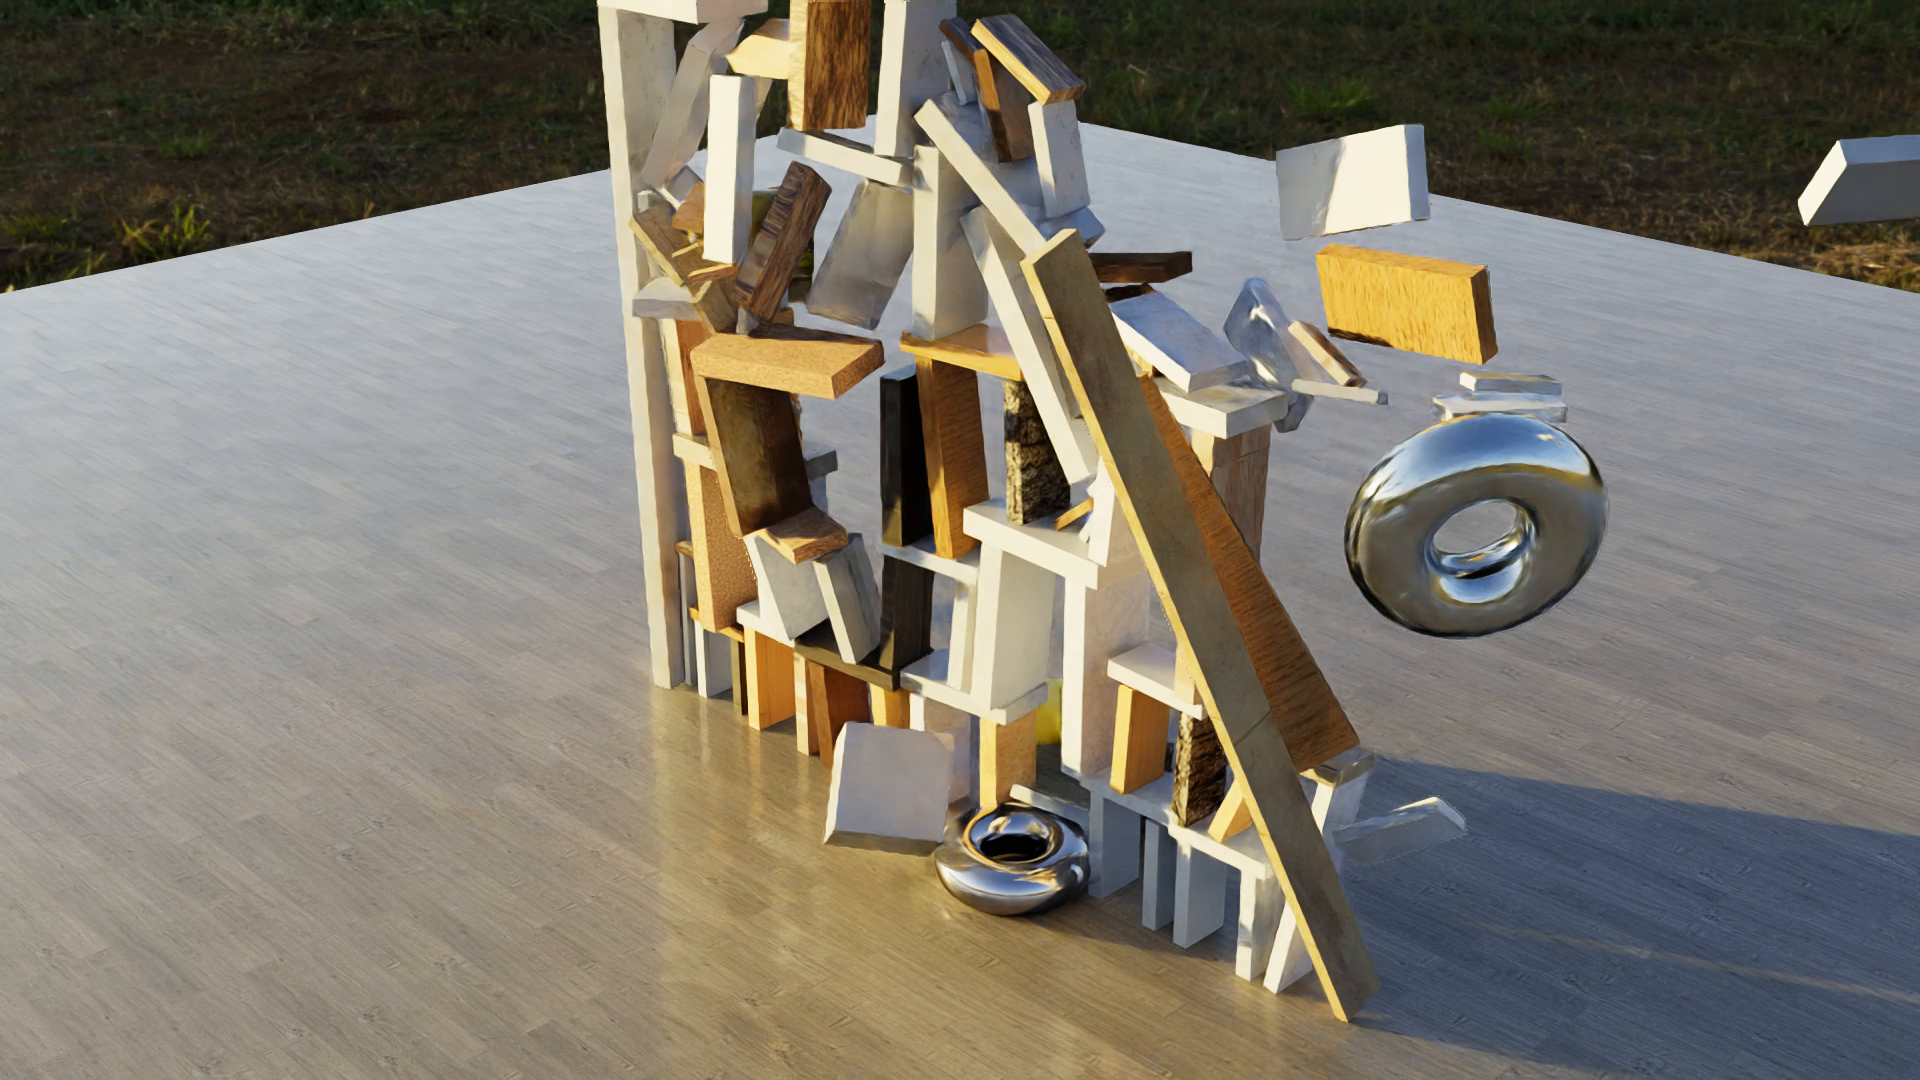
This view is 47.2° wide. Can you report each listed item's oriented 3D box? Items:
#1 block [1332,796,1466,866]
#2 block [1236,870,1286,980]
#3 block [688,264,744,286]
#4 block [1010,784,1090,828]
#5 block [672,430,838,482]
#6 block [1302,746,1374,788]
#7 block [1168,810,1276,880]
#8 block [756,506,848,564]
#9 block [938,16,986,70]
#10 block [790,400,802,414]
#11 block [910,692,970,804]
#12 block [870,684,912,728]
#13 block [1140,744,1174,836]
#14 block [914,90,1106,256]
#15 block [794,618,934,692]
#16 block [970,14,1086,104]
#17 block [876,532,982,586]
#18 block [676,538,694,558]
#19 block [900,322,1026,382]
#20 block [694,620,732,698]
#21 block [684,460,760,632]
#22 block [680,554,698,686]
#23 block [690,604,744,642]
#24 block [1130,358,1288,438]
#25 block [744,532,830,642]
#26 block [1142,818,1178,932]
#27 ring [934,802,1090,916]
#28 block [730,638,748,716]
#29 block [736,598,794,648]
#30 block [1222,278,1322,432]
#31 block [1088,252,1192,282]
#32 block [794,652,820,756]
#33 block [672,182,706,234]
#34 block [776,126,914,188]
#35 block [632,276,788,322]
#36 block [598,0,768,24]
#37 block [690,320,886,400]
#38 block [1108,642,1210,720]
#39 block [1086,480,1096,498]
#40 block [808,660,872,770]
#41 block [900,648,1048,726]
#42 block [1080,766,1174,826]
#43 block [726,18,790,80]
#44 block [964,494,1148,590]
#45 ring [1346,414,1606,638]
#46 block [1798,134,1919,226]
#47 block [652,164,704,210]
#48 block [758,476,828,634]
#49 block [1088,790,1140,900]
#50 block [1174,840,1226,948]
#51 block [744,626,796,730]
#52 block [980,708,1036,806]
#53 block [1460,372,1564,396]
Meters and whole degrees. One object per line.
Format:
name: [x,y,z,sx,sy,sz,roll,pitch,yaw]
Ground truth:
block: [0.723,0.481,3.624,0.191,0.095,0.027,-25,49,29]
block: [0.542,0.665,3.915,0.031,0.217,0.108,21,31,40]
block: [-0.450,-0.509,4.163,0.123,0.017,0.062,-13,14,4]
block: [0.197,0.522,4.286,0.184,0.026,0.092,18,-4,34]
block: [-0.428,-0.183,4.580,0.328,0.047,0.164,20,32,40]
block: [0.585,0.356,3.728,0.104,0.029,0.208,-20,29,-39]
block: [0.490,0.532,3.913,0.108,0.031,0.217,-21,31,-40]
block: [-0.327,-0.026,4.381,0.117,0.033,0.235,-22,29,-21]
block: [0.016,-0.872,3.867,0.113,0.016,0.056,50,38,12]
block: [-0.360,-0.267,4.443,0.049,0.014,0.097,-19,24,-22]
block: [-0.039,0.414,4.445,0.038,0.266,0.133,21,31,41]
block: [-0.114,0.387,4.499,0.037,0.264,0.132,19,34,39]
block: [0.372,0.496,4.385,0.092,0.184,0.026,4,-15,9]
block: [0.091,-0.648,3.901,0.354,0.050,0.177,51,39,7]
block: [-0.196,0.226,4.485,0.264,0.037,0.132,19,34,34]
block: [0.118,-0.832,3.799,0.099,0.028,0.197,-22,63,-45]
block: [-0.030,0.020,4.265,0.239,0.034,0.119,18,28,31]
block: [-0.568,0.024,4.846,0.116,0.016,0.058,21,31,40]
block: [0.039,-0.356,4.053,0.269,0.038,0.135,17,28,32]
block: [-0.545,0.252,4.929,0.026,0.184,0.092,21,31,40]
block: [-0.498,-0.011,4.740,0.047,0.393,0.164,19,32,40]
block: [-0.595,0.170,4.941,0.016,0.327,0.058,22,32,40]
block: [-0.502,0.172,4.848,0.185,0.026,0.092,21,31,41]
block: [0.384,-0.249,3.708,0.154,0.044,0.308,-20,30,-38]
block: [-0.352,0.075,4.494,0.117,0.235,0.033,-32,23,-36]
block: [0.388,0.600,4.062,0.112,0.223,0.032,-21,31,-41]
ring: [0.103,0.607,4.201,0.305,0.102,0.305,-1,26,0]
block: [-0.458,0.286,4.849,0.026,0.184,0.092,21,31,41]
block: [-0.352,0.176,4.683,0.241,0.034,0.121,21,31,40]
block: [0.535,-0.319,3.776,0.035,0.123,0.247,-6,54,-23]
block: [0.274,-0.485,3.906,0.246,0.035,0.123,4,17,29]
block: [-0.293,0.326,4.684,0.121,0.241,0.034,-21,30,-41]
block: [-0.495,-0.651,4.319,0.090,0.025,0.180,12,32,5]
block: [-0.184,-0.700,4.034,0.280,0.040,0.140,22,16,29]
block: [-0.507,-0.485,4.460,0.282,0.040,0.141,5,26,14]
block: [-0.554,-1.081,4.366,0.172,0.049,0.344,-21,30,-37]
block: [-0.328,-0.347,4.171,0.334,0.047,0.167,12,35,31]
block: [0.381,0.249,3.909,0.110,0.031,0.220,-20,32,-40]
block: [0.282,-0.124,3.929,0.063,0.127,0.018,-24,74,-39]
block: [-0.248,0.338,4.607,0.037,0.264,0.132,16,35,31]
block: [0.026,0.288,4.351,0.266,0.038,0.133,17,28,35]
block: [0.342,0.460,4.065,0.223,0.032,0.112,21,31,41]
block: [-0.314,-0.929,4.169,0.263,0.037,0.131,20,57,45]
block: [0.188,-0.007,4.045,0.173,0.049,0.347,-20,31,-39]
ring: [0.775,-0.018,3.308,0.397,0.397,0.132,-2,39,-5]
block: [1.396,-0.528,3.190,0.304,0.152,0.043,-5,64,-5]
block: [-0.560,-0.713,4.529,0.085,0.024,0.171,-31,66,-35]
block: [-0.348,0.017,4.587,0.164,0.329,0.047,-23,30,-38]
block: [0.293,0.558,4.161,0.032,0.223,0.112,21,31,40]
block: [0.439,0.626,4.008,0.031,0.217,0.108,21,31,41]
block: [-0.407,0.281,4.788,0.121,0.241,0.034,-21,30,-41]
block: [0.096,0.448,4.364,0.038,0.266,0.133,17,28,35]
block: [0.869,-0.247,3.468,0.141,0.020,0.071,2,12,-6]
